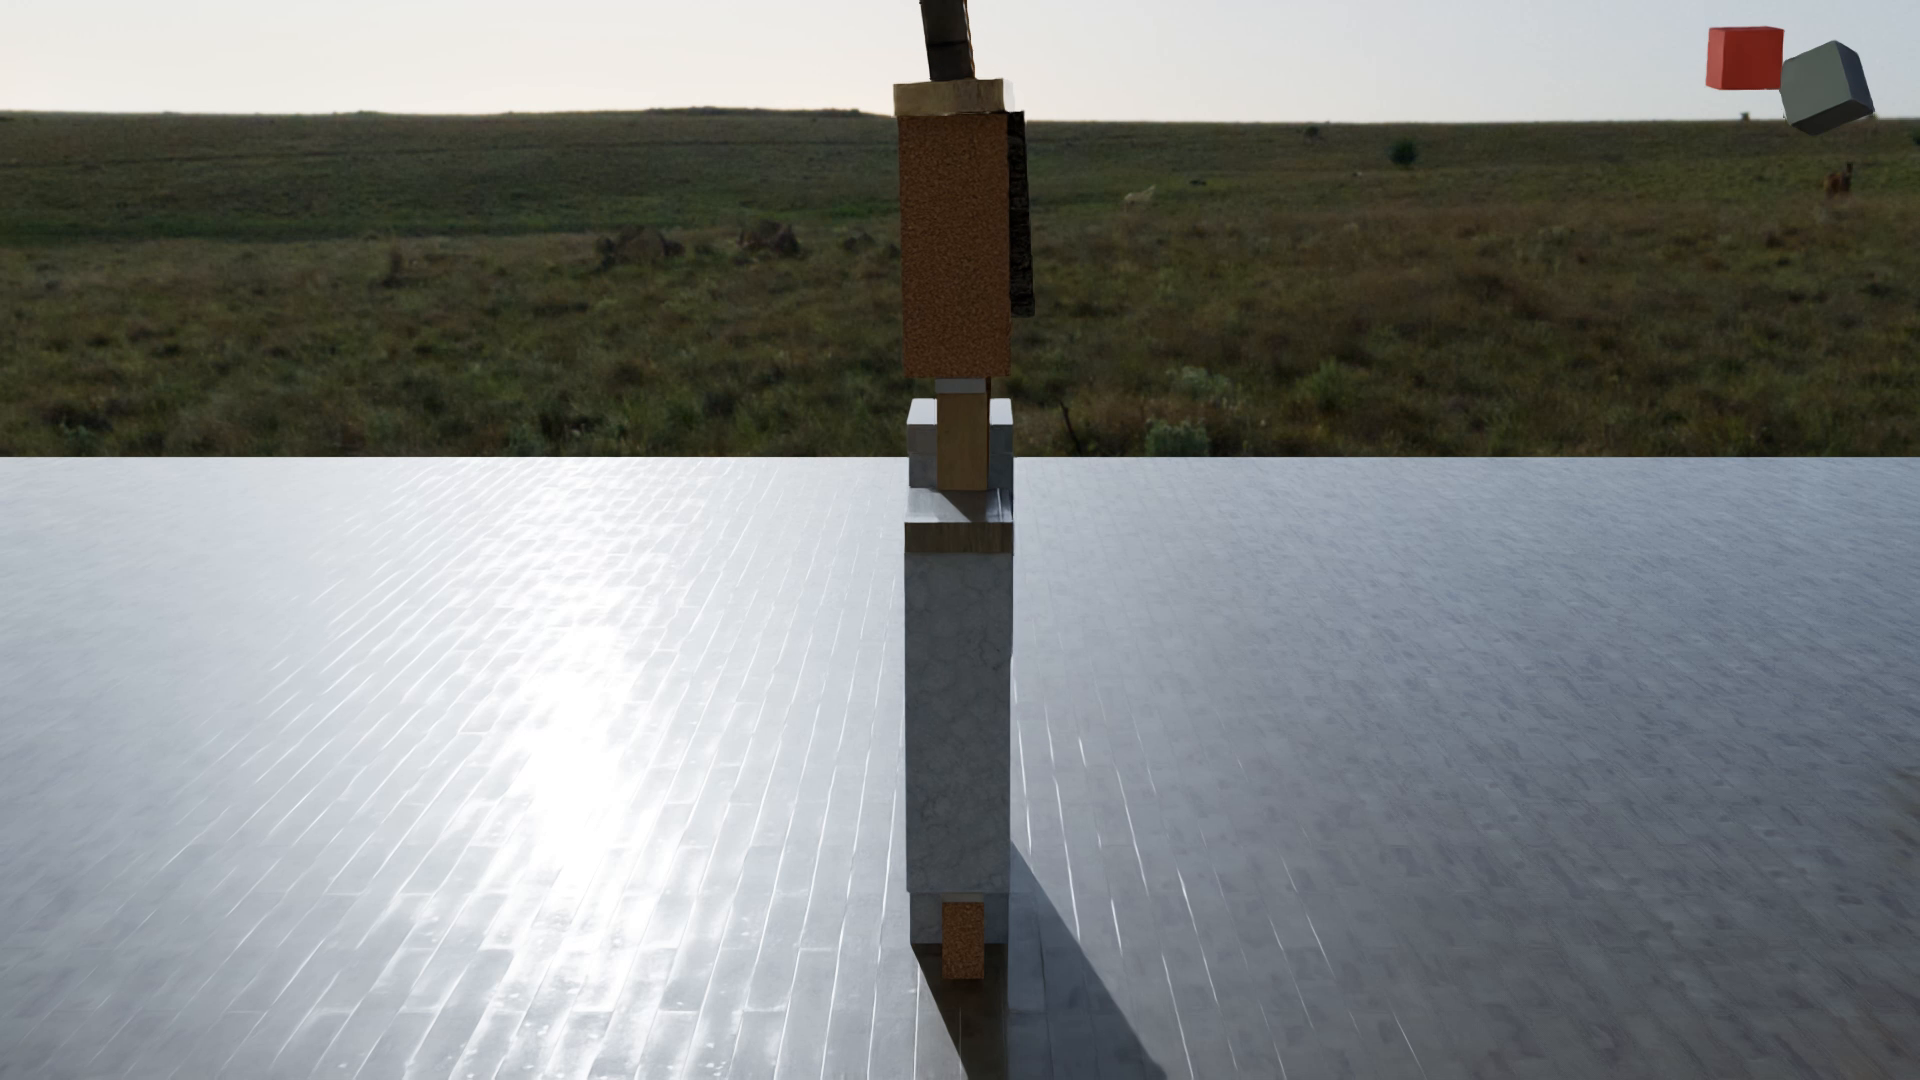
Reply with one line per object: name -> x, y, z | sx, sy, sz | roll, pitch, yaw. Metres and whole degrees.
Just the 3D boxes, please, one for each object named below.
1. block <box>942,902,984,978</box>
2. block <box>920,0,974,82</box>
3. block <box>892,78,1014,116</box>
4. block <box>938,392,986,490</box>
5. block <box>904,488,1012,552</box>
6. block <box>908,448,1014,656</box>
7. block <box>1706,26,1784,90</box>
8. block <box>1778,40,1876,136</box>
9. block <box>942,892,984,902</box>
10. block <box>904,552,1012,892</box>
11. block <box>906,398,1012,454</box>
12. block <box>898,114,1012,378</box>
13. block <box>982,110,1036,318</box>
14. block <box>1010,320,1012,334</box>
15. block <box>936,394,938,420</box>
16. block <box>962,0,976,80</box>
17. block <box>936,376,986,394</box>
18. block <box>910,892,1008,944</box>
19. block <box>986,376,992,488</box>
block -> 0.005, 0.596, 3.296 | 0.063, 0.125, 0.018 | 0, 11, 0
block -> -0.021, -0.770, 3.365 | 0.066, 0.131, 0.019 | -7, 13, 5
block -> -0.005, -0.689, 3.427 | 0.165, 0.047, 0.329 | -2, 11, 5
block -> 0.003, -0.154, 3.403 | 0.076, 0.153, 0.022 | 0, 10, 0
block -> -0.002, -0.032, 3.280 | 0.154, 0.044, 0.308 | 0, 10, 0
block -> 0.002, 0.020, 3.698 | 0.175, 0.349, 0.049 | 0, 11, 0
block -> 1.686, -1.036, 4.726 | 0.123, 0.123, 0.123 | -1, 16, 4
block -> 2.316, -1.209, 5.896 | 0.172, 0.172, 0.172 | -21, -17, 39
block -> 0.004, 0.518, 3.324 | 0.063, 0.018, 0.125 | 0, 11, 0
block -> -0.003, 0.263, 3.229 | 0.154, 0.517, 0.044 | 0, 11, 0
block -> 0.001, -0.197, 3.777 | 0.175, 0.049, 0.349 | 0, 11, 1
block -> -0.007, -0.449, 3.365 | 0.165, 0.396, 0.047 | -1, 11, 1
block -> 0.030, -0.525, 3.572 | 0.165, 0.329, 0.047 | -3, 11, 5
block -> 0.039, -0.348, 3.581 | 0.073, 0.021, 0.146 | -4, 9, -6
block -> -0.002, -0.271, 3.640 | 0.073, 0.146, 0.021 | 0, 11, 0
block -> -0.015, -0.787, 3.457 | 0.066, 0.131, 0.019 | -7, 8, 3
block -> 0.002, -0.250, 3.437 | 0.076, 0.022, 0.153 | 0, 11, 0
block -> -0.001, 0.476, 3.438 | 0.154, 0.309, 0.044 | 0, 11, 0
block -> 0.010, -0.146, 3.563 | 0.073, 0.367, 0.021 | 2, 11, 3
